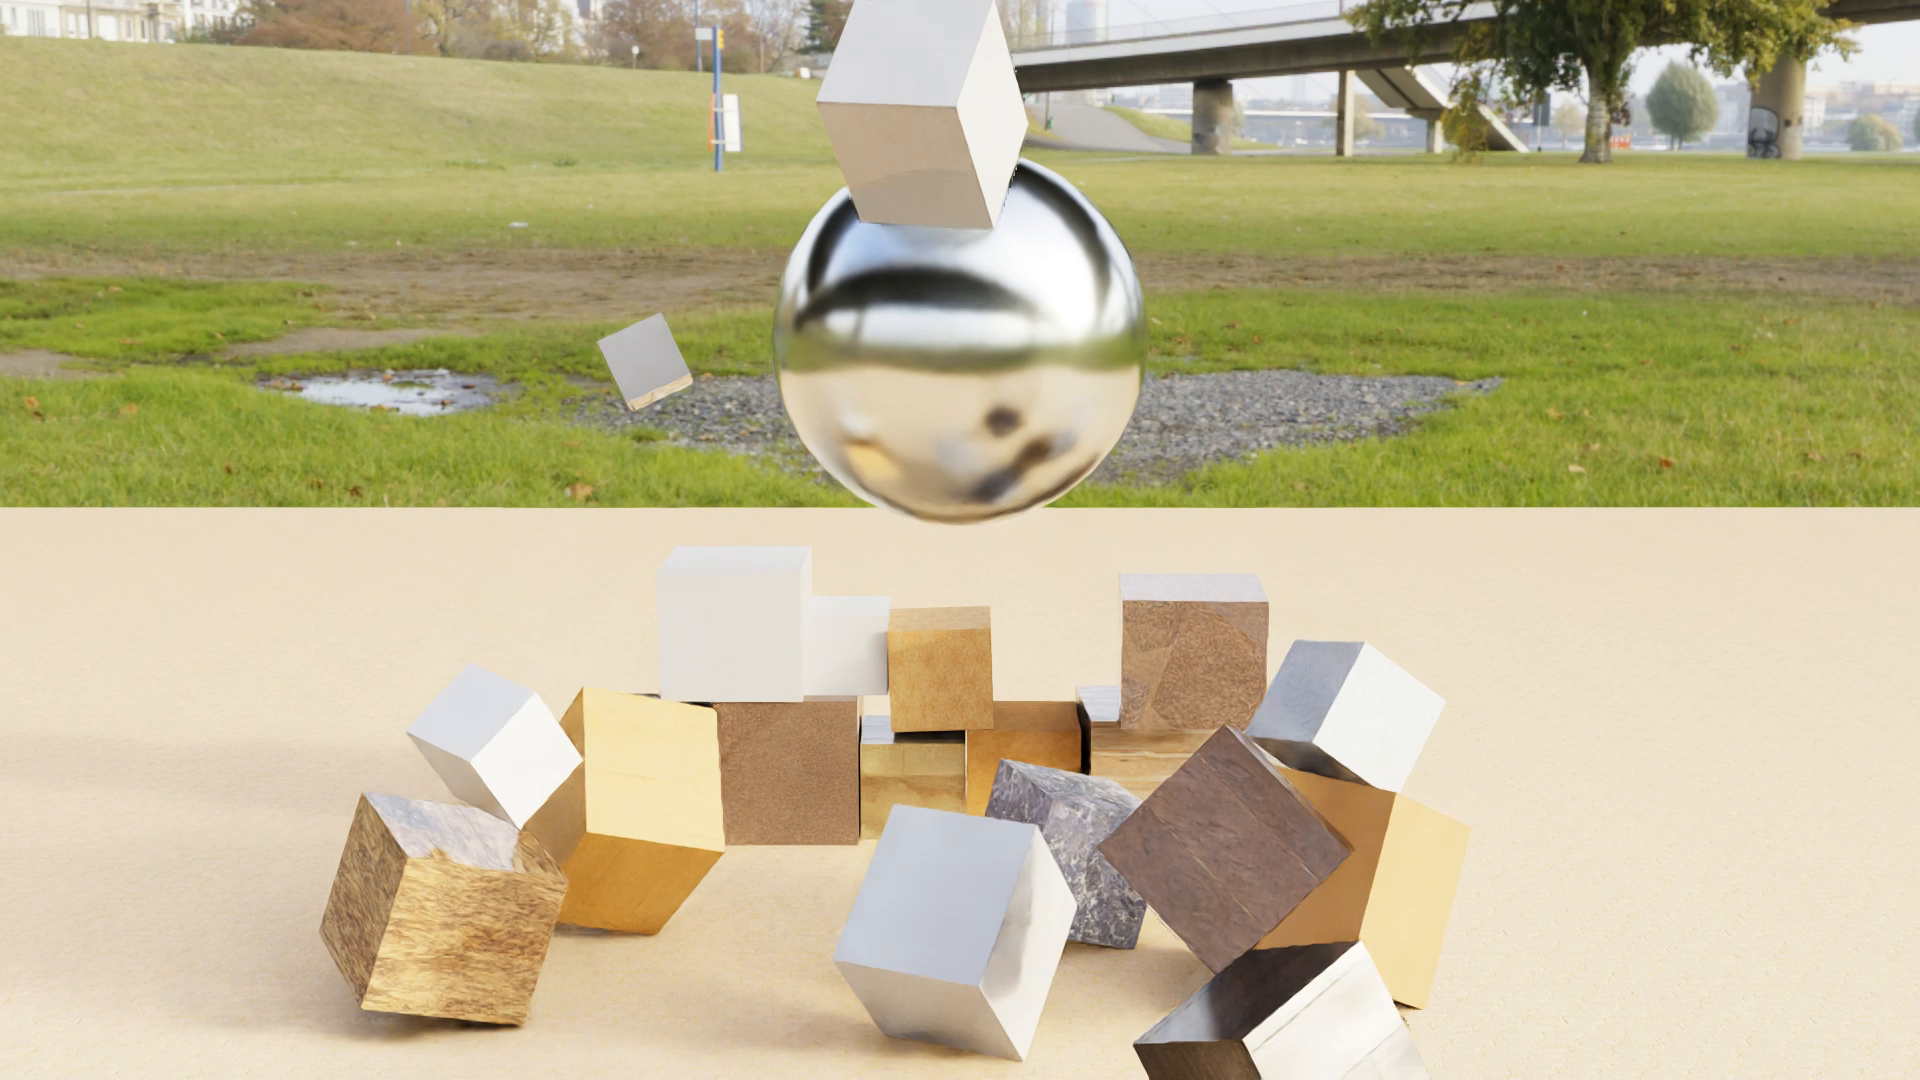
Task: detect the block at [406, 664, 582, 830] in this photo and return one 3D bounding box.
[{"bbox_3d":[-1.857,0.819,8.778,0.433,0.416,0.380,17,55,39],"label":"block"}]

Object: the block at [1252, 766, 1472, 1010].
[{"bbox_3d":[1.516,1.408,9.057,0.778,0.770,0.683,9,-12,41],"label":"block"}]

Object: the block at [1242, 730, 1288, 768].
[{"bbox_3d":[1.618,1.181,11.382,0.500,0.604,0.562,0,10,-2],"label":"block"}]

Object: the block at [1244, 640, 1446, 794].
[{"bbox_3d":[1.608,0.749,9.218,0.465,0.478,0.545,35,-14,-18],"label":"block"}]

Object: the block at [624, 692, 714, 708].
[{"bbox_3d":[-1.550,1.170,11.376,0.619,0.628,0.597,0,10,0],"label":"block"}]

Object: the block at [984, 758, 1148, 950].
[{"bbox_3d":[0.476,1.395,9.823,0.580,0.595,0.643,13,6,-22],"label":"block"}]

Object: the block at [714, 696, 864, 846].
[{"bbox_3d":[-0.871,1.107,11.384,0.718,0.749,0.726,0,10,0],"label":"block"}]

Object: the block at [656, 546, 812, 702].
[{"bbox_3d":[-1.137,0.419,11.240,0.707,0.657,0.714,0,10,1],"label":"block"}]

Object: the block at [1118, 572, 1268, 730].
[{"bbox_3d":[1.156,0.551,11.021,0.705,0.646,0.675,1,10,3],"label":"block"}]

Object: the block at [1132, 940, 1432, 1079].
[{"bbox_3d":[1.037,1.686,7.049,0.583,0.540,0.570,-30,4,-34],"label":"block"}]

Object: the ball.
[{"bbox_3d":[0.000,-0.856,9.326,1.600,1.600,1.600,0,10,0],"label":"ball"}]

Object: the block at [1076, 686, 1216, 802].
[{"bbox_3d":[0.996,1.157,11.351,0.730,0.663,0.718,-1,10,-3],"label":"block"}]

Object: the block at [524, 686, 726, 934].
[{"bbox_3d":[-1.491,1.198,9.665,0.618,0.773,0.721,13,49,-26],"label":"block"}]

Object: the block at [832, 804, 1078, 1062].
[{"bbox_3d":[-0.006,1.527,8.579,0.615,0.616,0.696,5,54,25],"label":"block"}]

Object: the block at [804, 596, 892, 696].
[{"bbox_3d":[-0.573,0.538,11.282,0.421,0.408,0.485,0,10,1],"label":"block"}]

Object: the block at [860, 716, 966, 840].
[{"bbox_3d":[-0.238,1.227,11.404,0.531,0.506,0.559,0,10,0],"label":"block"}]

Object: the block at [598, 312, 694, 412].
[{"bbox_3d":[-1.402,-0.793,9.828,0.310,0.301,0.310,-26,-2,-5],"label":"block"}]

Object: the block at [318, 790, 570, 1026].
[{"bbox_3d":[-2.097,1.484,8.899,0.673,0.629,0.715,15,7,-32],"label":"block"}]

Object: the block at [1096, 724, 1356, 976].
[{"bbox_3d":[0.963,1.105,7.866,0.613,0.622,0.580,46,4,13],"label":"block"}]

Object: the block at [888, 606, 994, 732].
[{"bbox_3d":[-0.095,0.656,11.296,0.518,0.520,0.543,-2,10,1],"label":"block"}]

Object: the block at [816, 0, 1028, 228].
[{"bbox_3d":[-0.132,-1.650,8.495,0.556,0.554,0.670,6,-32,19],"label":"block"}]

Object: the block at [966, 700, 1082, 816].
[{"bbox_3d":[0.323,1.190,11.403,0.572,0.578,0.606,0,10,0],"label":"block"}]
